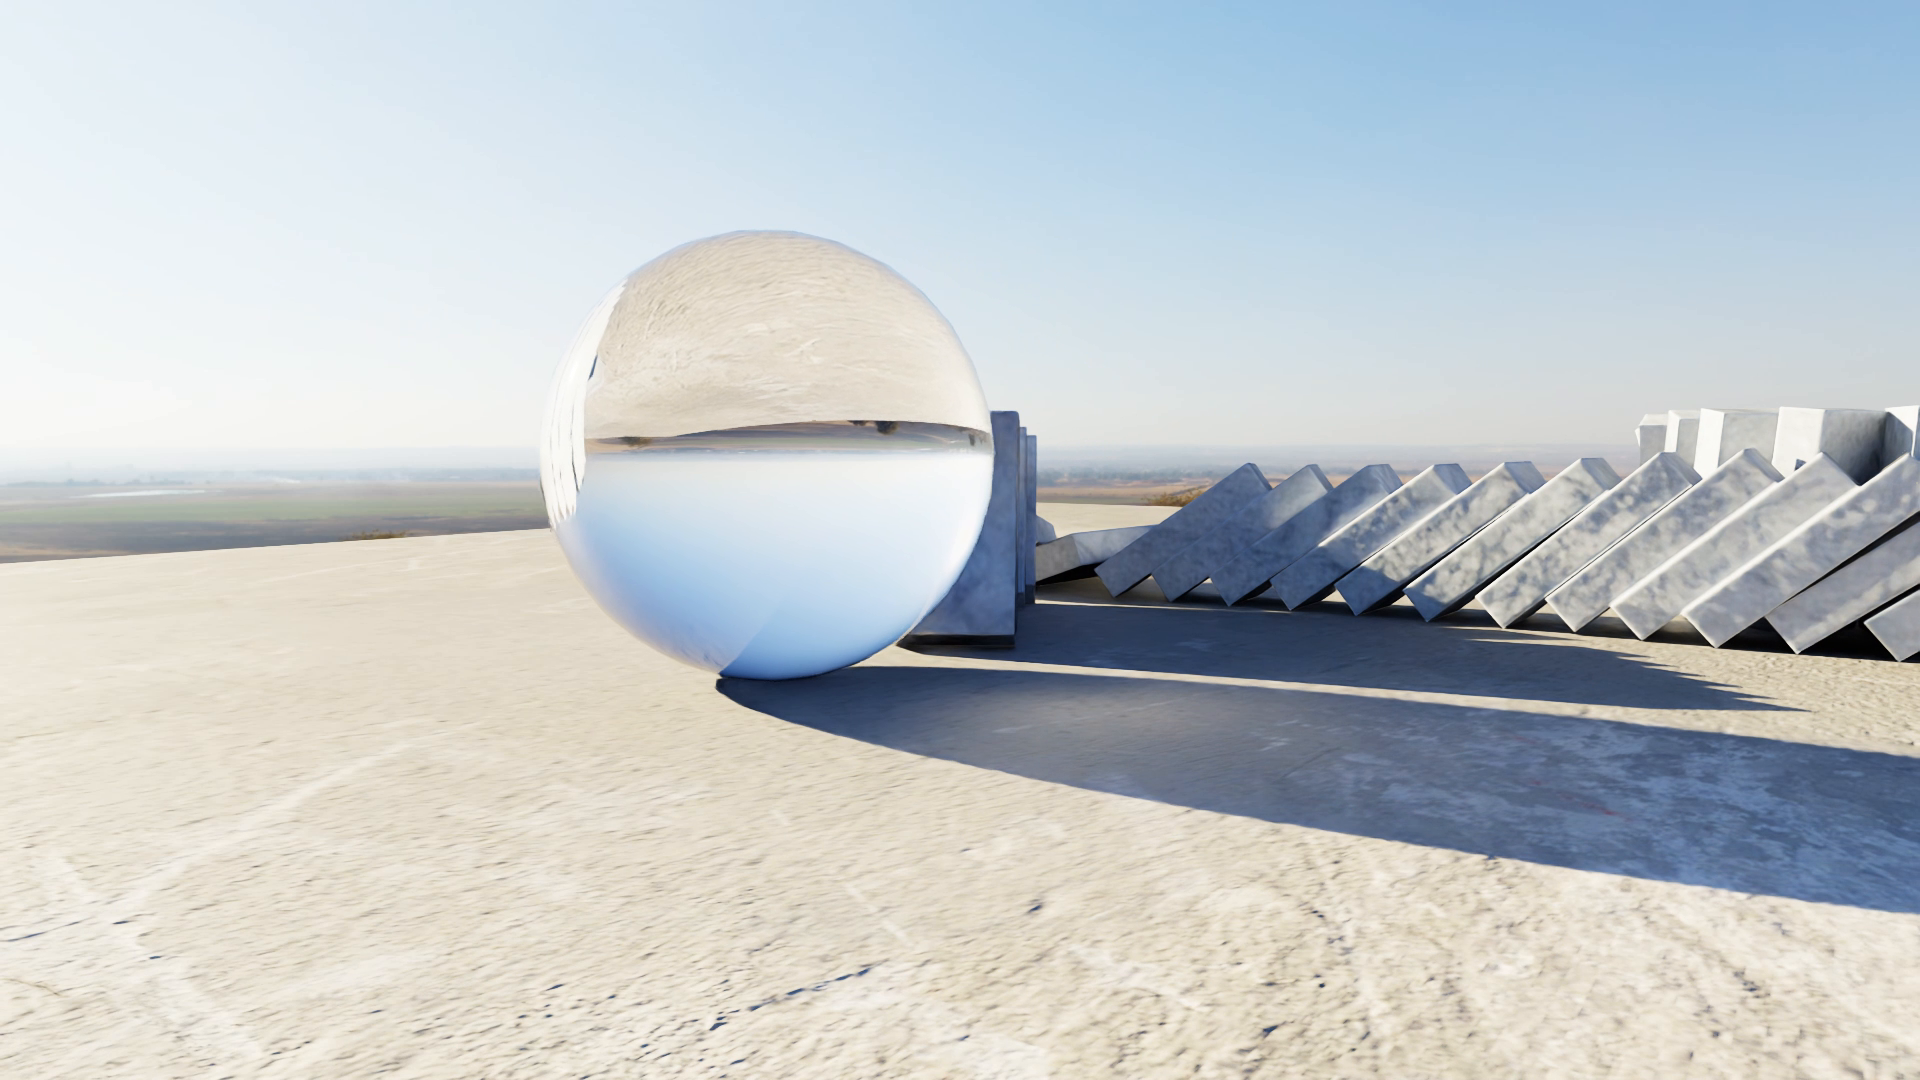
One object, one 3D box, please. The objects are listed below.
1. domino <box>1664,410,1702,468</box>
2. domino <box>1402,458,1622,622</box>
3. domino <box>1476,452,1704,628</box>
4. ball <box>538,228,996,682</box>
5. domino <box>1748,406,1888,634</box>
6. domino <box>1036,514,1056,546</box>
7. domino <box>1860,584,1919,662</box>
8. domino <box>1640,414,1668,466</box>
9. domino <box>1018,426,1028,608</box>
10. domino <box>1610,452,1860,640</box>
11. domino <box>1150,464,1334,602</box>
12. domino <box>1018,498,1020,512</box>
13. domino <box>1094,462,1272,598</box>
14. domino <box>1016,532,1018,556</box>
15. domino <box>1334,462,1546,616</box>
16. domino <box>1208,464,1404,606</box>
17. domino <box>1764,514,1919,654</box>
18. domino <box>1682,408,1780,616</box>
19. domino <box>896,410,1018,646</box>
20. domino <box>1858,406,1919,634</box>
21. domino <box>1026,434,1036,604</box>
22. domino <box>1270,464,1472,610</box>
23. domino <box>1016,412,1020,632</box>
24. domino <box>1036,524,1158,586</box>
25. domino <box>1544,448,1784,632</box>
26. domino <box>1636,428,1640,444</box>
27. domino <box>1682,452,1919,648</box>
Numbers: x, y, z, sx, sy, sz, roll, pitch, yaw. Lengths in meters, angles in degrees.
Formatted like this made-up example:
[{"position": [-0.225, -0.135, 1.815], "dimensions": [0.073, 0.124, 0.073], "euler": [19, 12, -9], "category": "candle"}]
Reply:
[{"position": [0.189, -0.007, 0.319], "dimensions": [0.025, 0.050, 0.009], "euler": [1, 19, 15], "category": "domino"}, {"position": [0.132, 0.000, 0.305], "dimensions": [0.050, 0.009, 0.025], "euler": [-44, -22, 30], "category": "domino"}, {"position": [0.145, 0.000, 0.295], "dimensions": [0.025, 0.009, 0.050], "euler": [-6, -35, -53], "category": "domino"}, {"position": [-0.034, -0.015, 0.230], "dimensions": [0.080, 0.080, 0.080], "euler": [0, 4, 0], "category": "ball"}, {"position": [0.193, -0.004, 0.289], "dimensions": [0.025, 0.050, 0.009], "euler": [-2, 10, -28], "category": "domino"}, {"position": [0.014, 0.002, 0.386], "dimensions": [0.025, 0.009, 0.050], "euler": [-18, -8, 10], "category": "domino"}, {"position": [0.204, 0.004, 0.251], "dimensions": [0.050, 0.009, 0.025], "euler": [-42, -18, 27], "category": "domino"}, {"position": [0.192, -0.008, 0.334], "dimensions": [0.025, 0.050, 0.010], "euler": [3, 24, 37], "category": "domino"}, {"position": [0.005, -0.007, 0.340], "dimensions": [0.025, 0.050, 0.010], "euler": [0, -29, 4], "category": "domino"}, {"position": [0.167, 0.001, 0.276], "dimensions": [0.050, 0.009, 0.025], "euler": [-47, -22, 28], "category": "domino"}, {"position": [0.077, -0.002, 0.348], "dimensions": [0.050, 0.010, 0.025], "euler": [-37, -9, 19], "category": "domino"}, {"position": [0.002, -0.007, 0.326], "dimensions": [0.025, 0.050, 0.010], "euler": [0, -19, 4], "category": "domino"}, {"position": [0.062, -0.003, 0.354], "dimensions": [0.050, 0.010, 0.025], "euler": [-36, -8, 16], "category": "domino"}, {"position": [0.000, -0.004, 0.285], "dimensions": [0.025, 0.050, 0.010], "euler": [0, -19, 4], "category": "domino"}, {"position": [0.119, 0.000, 0.316], "dimensions": [0.050, 0.010, 0.025], "euler": [-43, -21, 31], "category": "domino"}, {"position": [0.092, -0.001, 0.337], "dimensions": [0.050, 0.010, 0.025], "euler": [-39, -15, 26], "category": "domino"}, {"position": [0.190, 0.004, 0.259], "dimensions": [0.050, 0.010, 0.025], "euler": [-43, -21, 30], "category": "domino"}, {"position": [0.188, -0.006, 0.304], "dimensions": [0.025, 0.050, 0.010], "euler": [0, 13, 1], "category": "domino"}, {"position": [0.000, -0.003, 0.274], "dimensions": [0.025, 0.050, 0.010], "euler": [0, -19, 4], "category": "domino"}, {"position": [0.207, -0.004, 0.279], "dimensions": [0.009, 0.050, 0.025], "euler": [5, 6, 22], "category": "domino"}, {"position": [0.008, -0.006, 0.353], "dimensions": [0.025, 0.050, 0.010], "euler": [0, -34, 4], "category": "domino"}, {"position": [0.105, -0.001, 0.327], "dimensions": [0.050, 0.010, 0.025], "euler": [-40, -18, 29], "category": "domino"}, {"position": [0.001, -0.004, 0.295], "dimensions": [0.025, 0.050, 0.010], "euler": [0, -19, 4], "category": "domino"}, {"position": [0.038, 0.005, 0.387], "dimensions": [0.025, 0.009, 0.050], "euler": [-22, -10, 36], "category": "domino"}, {"position": [0.156, 0.000, 0.285], "dimensions": [0.025, 0.009, 0.050], "euler": [-7, -34, -53], "category": "domino"}, {"position": [0.203, -0.008, 0.347], "dimensions": [0.009, 0.050, 0.025], "euler": [-25, 12, -17], "category": "domino"}, {"position": [0.177, 0.002, 0.267], "dimensions": [0.050, 0.009, 0.025], "euler": [-47, -22, 29], "category": "domino"}]
